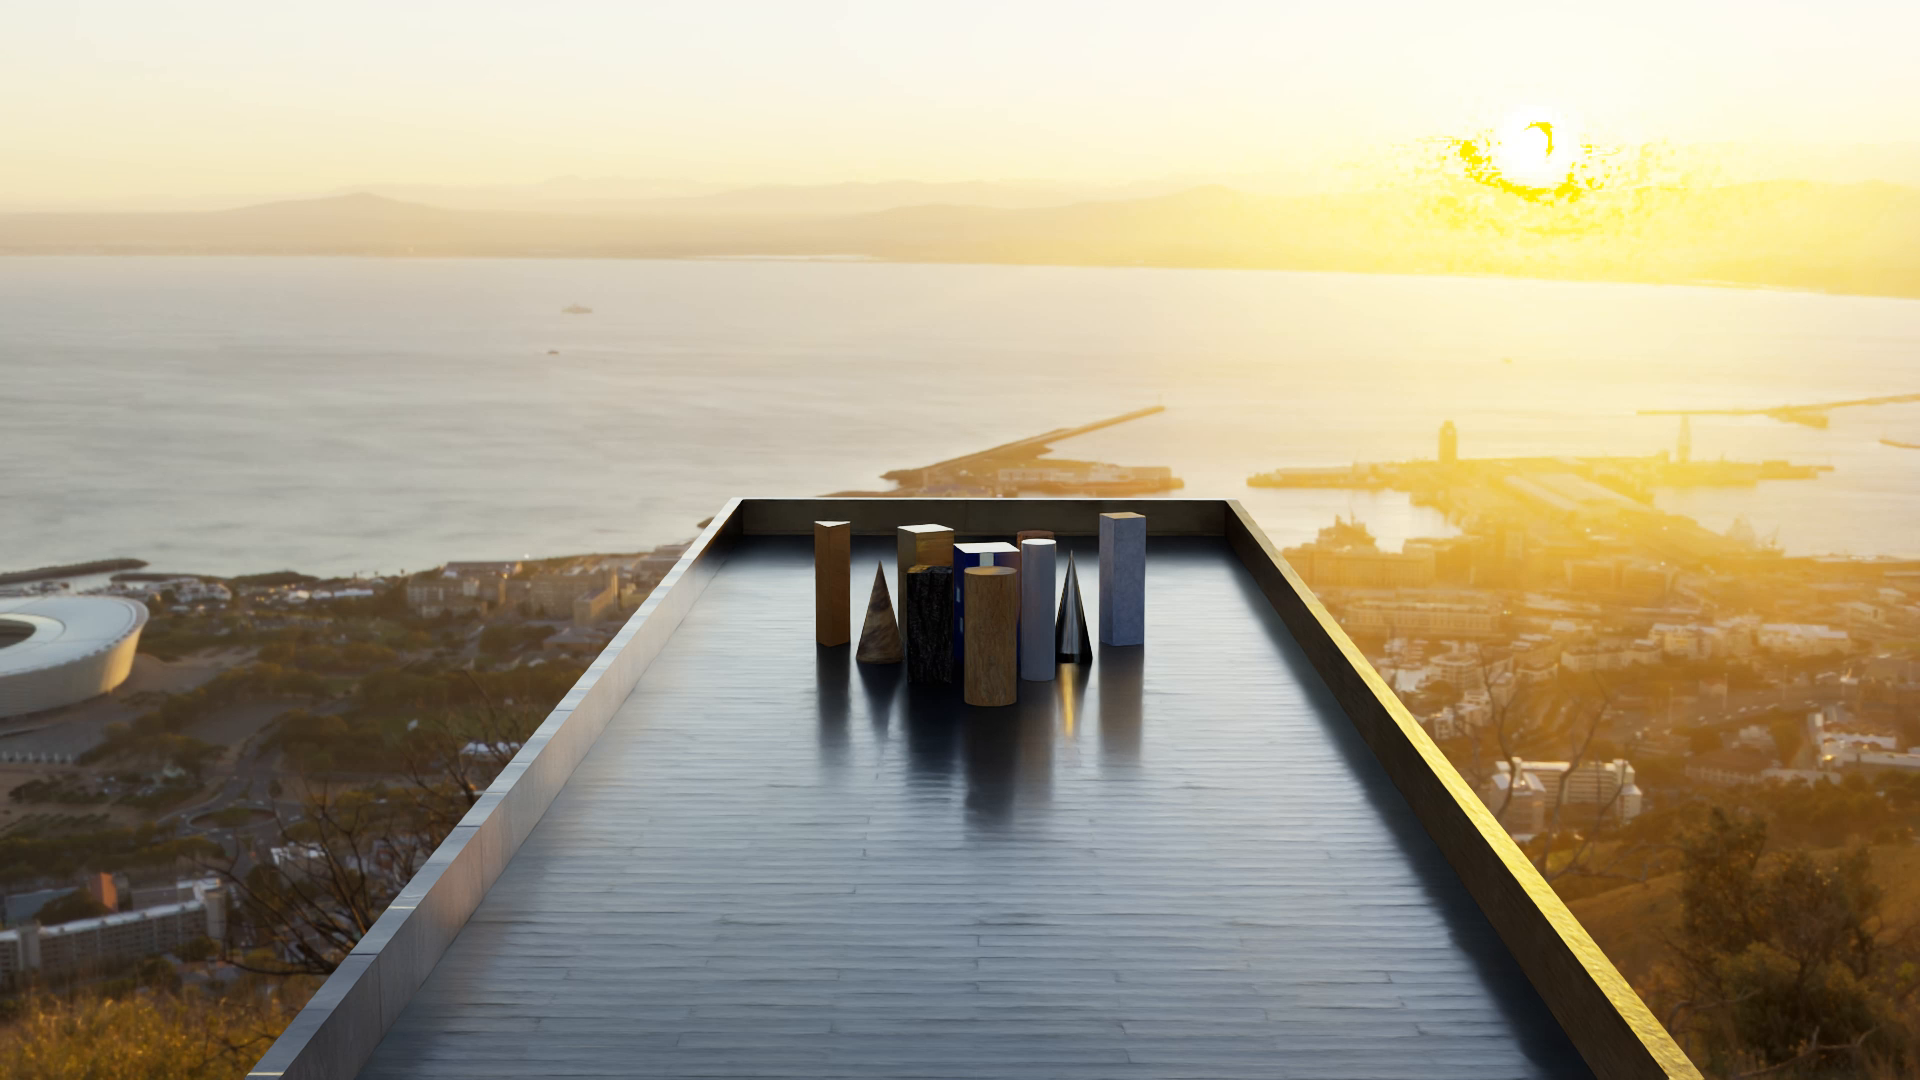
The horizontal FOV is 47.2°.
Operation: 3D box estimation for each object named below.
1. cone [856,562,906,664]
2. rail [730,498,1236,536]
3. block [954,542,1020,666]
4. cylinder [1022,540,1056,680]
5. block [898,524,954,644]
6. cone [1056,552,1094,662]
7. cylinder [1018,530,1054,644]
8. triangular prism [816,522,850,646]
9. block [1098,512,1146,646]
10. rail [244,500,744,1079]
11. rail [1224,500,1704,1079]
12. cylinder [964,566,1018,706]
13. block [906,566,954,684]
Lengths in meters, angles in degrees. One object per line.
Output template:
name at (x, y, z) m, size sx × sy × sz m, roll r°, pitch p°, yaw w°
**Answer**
cone at (-0.243, 0.209, 6.699) m, size 0.155 × 0.310 × 0.155 m, roll 0°, pitch 9°, yaw 0°
rail at (0.099, -0.098, 9.147) m, size 2.100 × 0.150 × 0.050 m, roll 0°, pitch 9°, yaw 1°
block at (0.080, 0.195, 6.666) m, size 0.167 × 0.348 × 0.167 m, roll -2°, pitch 9°, yaw -13°
cylinder at (0.230, 0.204, 6.432) m, size 0.100 × 0.403 × 0.100 m, roll 0°, pitch 9°, yaw 0°
block at (-0.108, 0.144, 6.933) m, size 0.132 × 0.366 × 0.132 m, roll -5°, pitch 10°, yaw -27°
cone at (0.339, 0.194, 6.701) m, size 0.137 × 0.340 × 0.137 m, roll 0°, pitch 9°, yaw 0°
cylinder at (0.237, 0.150, 6.945) m, size 0.115 × 0.349 × 0.115 m, roll 0°, pitch 9°, yaw 0°
triangular prism at (-0.418, 0.135, 6.939) m, size 0.095 × 0.382 × 0.110 m, roll 6°, pitch 11°, yaw 34°
block at (0.511, 0.122, 6.943) m, size 0.109 × 0.405 × 0.109 m, roll -3°, pitch 10°, yaw -20°
rail at (-1.004, 0.839, 3.234) m, size 0.050 × 0.150 × 12.000 m, roll 0°, pitch 9°, yaw 1°
rail at (1.046, 0.843, 3.208) m, size 0.050 × 0.150 × 12.000 m, roll 0°, pitch 9°, yaw 1°
cylinder at (0.085, 0.267, 6.143) m, size 0.148 × 0.369 × 0.148 m, roll 0°, pitch 9°, yaw 0°
block at (-0.086, 0.246, 6.419) m, size 0.127 × 0.325 × 0.127 m, roll 0°, pitch 9°, yaw 3°
